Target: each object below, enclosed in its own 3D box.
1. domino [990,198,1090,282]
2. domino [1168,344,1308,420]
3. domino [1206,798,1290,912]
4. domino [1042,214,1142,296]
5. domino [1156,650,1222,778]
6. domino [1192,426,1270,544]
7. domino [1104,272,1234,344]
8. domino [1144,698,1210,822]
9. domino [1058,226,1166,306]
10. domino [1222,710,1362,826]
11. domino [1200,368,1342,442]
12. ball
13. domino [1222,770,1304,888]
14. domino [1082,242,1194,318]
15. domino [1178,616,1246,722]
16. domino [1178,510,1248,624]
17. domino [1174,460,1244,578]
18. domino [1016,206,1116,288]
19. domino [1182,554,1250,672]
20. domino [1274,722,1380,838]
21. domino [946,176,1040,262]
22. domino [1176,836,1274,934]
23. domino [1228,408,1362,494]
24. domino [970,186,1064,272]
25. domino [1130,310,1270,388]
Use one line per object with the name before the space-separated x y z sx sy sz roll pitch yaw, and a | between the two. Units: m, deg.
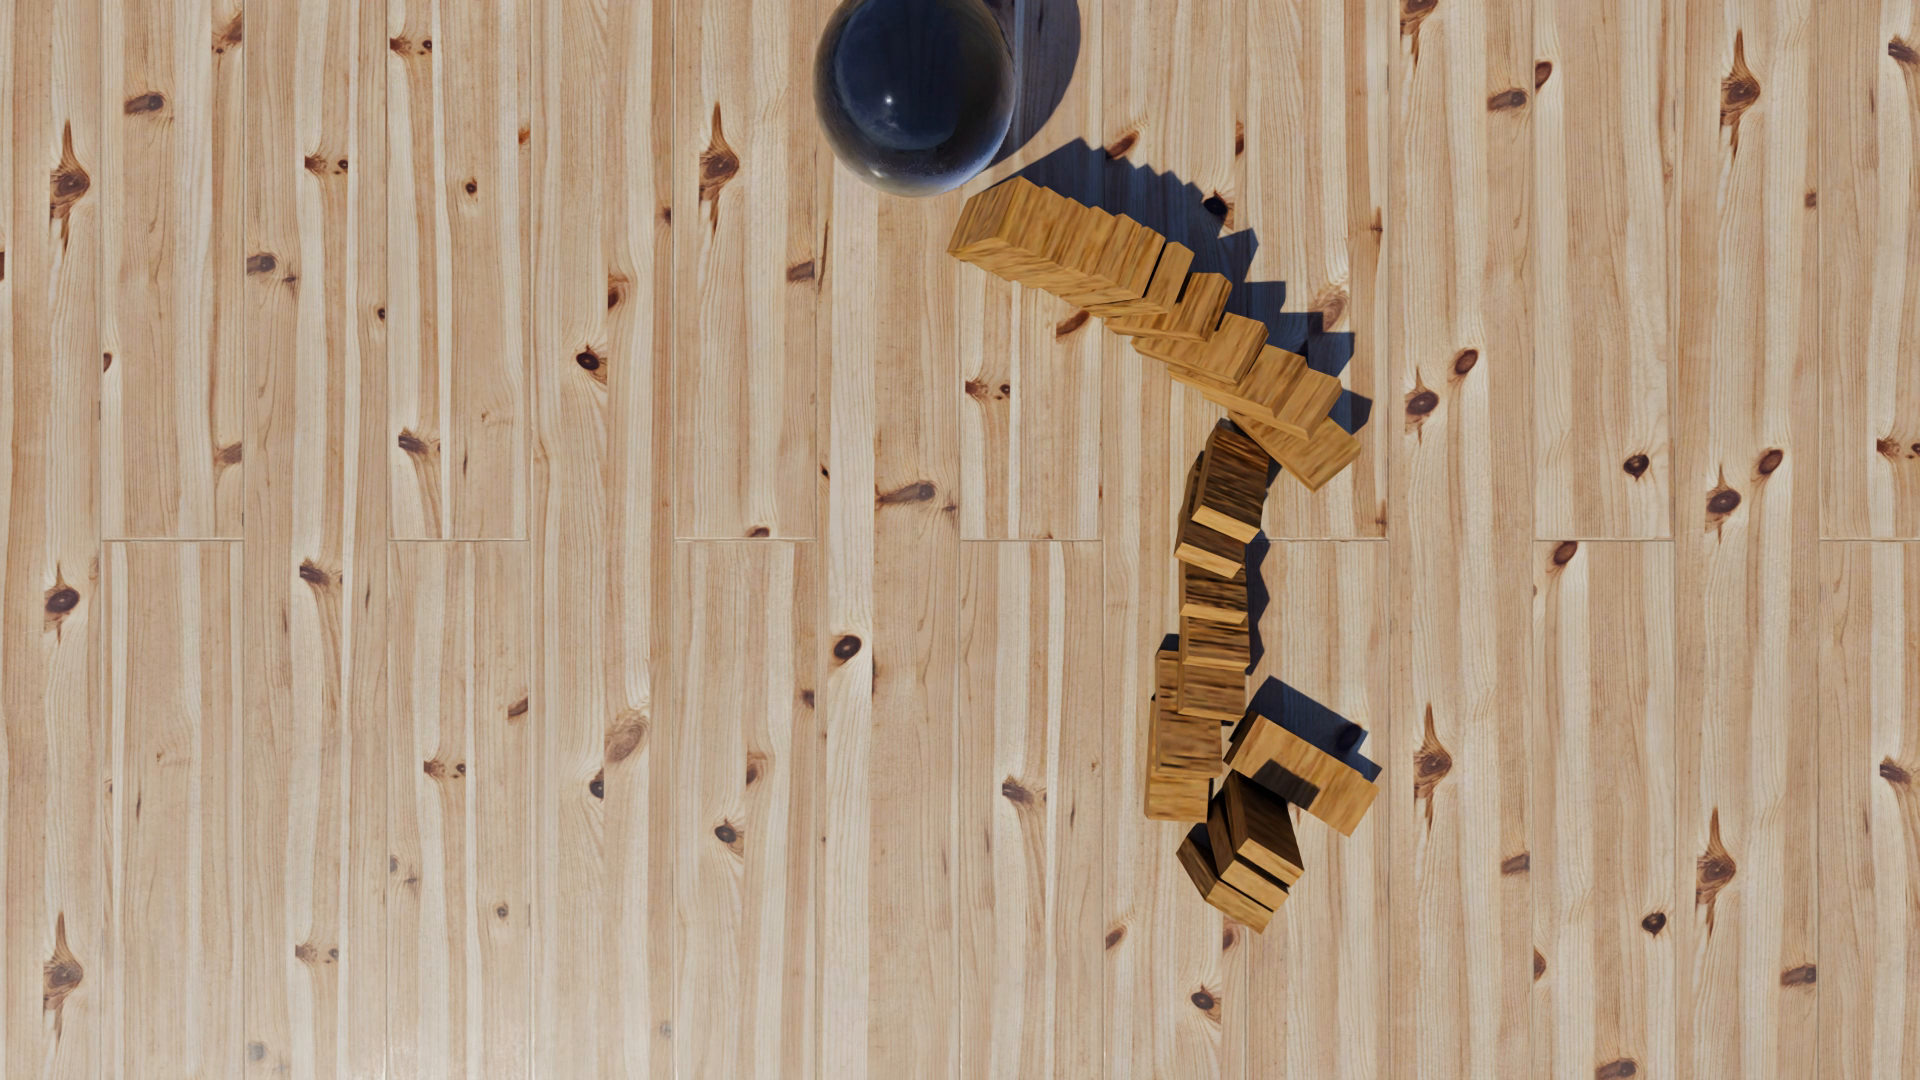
domino | 0.032 -0.122 0.375 0.010 0.050 0.025 22 90 -25
domino | 0.115 -0.071 0.381 0.050 0.010 0.025 32 85 36
domino | 0.116 0.127 0.375 0.025 0.050 0.009 33 104 0
domino | 0.052 -0.116 0.375 0.009 0.050 0.025 22 90 -25
domino | 0.095 0.073 0.384 0.025 0.010 0.050 5 64 1
domino | 0.113 -0.024 0.380 0.025 0.009 0.050 23 50 0
domino | 0.085 -0.097 0.378 0.009 0.050 0.025 23 90 -40
domino | 0.094 0.095 0.395 0.025 0.010 0.050 4 90 0
domino | 0.061 -0.111 0.375 0.009 0.050 0.025 22 90 -25
domino | 0.140 0.096 0.386 0.050 0.010 0.025 30 90 0
domino | 0.128 -0.063 0.381 0.050 0.010 0.025 32 85 36
ball | -0.018 -0.177 0.360 0.080 0.080 0.080 0 90 0
domino | 0.123 0.117 0.375 0.025 0.050 0.009 31 110 0
domino | 0.072 -0.106 0.376 0.009 0.050 0.025 22 90 -28
domino | 0.106 0.049 0.385 0.025 0.010 0.050 8 64 0
domino | 0.105 0.009 0.382 0.025 0.009 0.050 9 56 0
domino | 0.105 -0.010 0.380 0.025 0.009 0.050 21 50 1
domino | 0.042 -0.119 0.375 0.010 0.050 0.025 22 90 -25
domino | 0.107 0.028 0.384 0.025 0.010 0.050 7 62 0
domino | 0.152 0.103 0.395 0.050 0.009 0.025 33 90 0
domino | 0.012 -0.130 0.375 0.009 0.050 0.025 22 90 -25
domino | 0.107 0.140 0.375 0.025 0.050 0.010 31 91 0
domino | 0.140 -0.046 0.385 0.025 0.010 0.050 -40 64 0
domino | 0.022 -0.126 0.375 0.010 0.050 0.025 22 90 -25
domino | 0.099 -0.084 0.382 0.050 0.009 0.025 29 90 35
